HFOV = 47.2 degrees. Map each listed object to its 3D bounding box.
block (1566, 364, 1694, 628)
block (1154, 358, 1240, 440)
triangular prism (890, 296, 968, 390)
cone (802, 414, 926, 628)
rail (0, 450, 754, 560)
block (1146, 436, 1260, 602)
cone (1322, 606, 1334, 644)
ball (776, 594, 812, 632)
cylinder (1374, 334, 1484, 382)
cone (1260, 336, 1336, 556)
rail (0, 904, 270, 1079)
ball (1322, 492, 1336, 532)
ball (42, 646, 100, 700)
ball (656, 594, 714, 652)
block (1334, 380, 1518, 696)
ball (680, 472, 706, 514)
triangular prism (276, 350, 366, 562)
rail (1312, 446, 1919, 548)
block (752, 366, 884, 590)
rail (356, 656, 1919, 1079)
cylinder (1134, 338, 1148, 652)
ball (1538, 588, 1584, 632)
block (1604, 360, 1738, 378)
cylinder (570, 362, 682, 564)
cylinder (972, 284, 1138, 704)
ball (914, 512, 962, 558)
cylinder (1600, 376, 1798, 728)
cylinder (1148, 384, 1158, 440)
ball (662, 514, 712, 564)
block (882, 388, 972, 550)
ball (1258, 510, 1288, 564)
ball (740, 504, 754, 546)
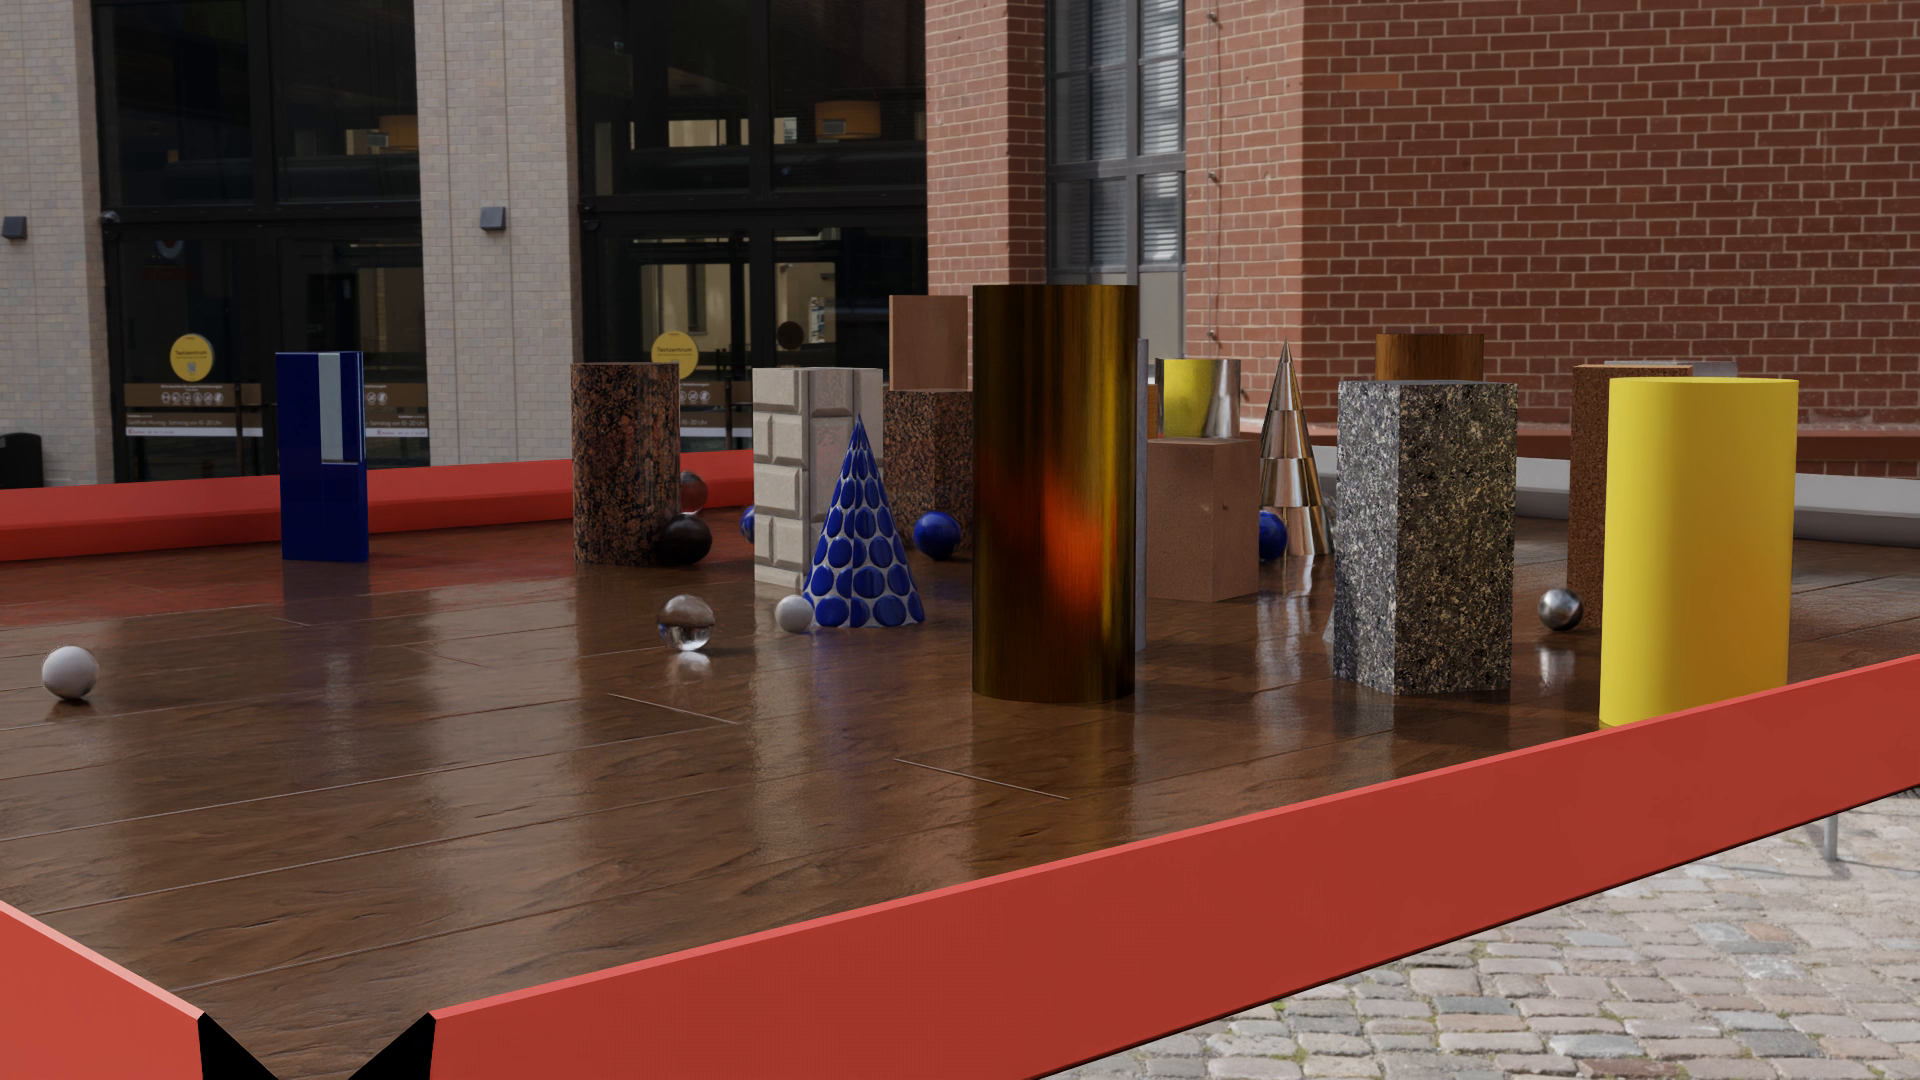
[{"bbox_3d":[0.952,-0.065,3.125,0.153,0.363,0.153,2,6,20],"label":"block"},{"bbox_3d":[0.480,-0.196,4.465,0.153,0.343,0.153,0,6,-2],"label":"block"},{"bbox_3d":[-0.087,-0.264,4.504,0.166,0.470,0.143,-2,6,-21],"label":"triangular prism"},{"bbox_3d":[-0.144,-0.035,3.157,0.191,0.297,0.191,0,6,0],"label":"cone"},{"bbox_3d":[-1.040,-0.086,4.453,3.682,0.124,0.045,-6,8,-42],"label":"rail"},{"bbox_3d":[0.364,-0.036,3.437,0.153,0.239,0.153,4,7,35],"label":"block"},{"bbox_3d":[0.585,-0.017,2.950,0.191,0.304,0.191,0,6,0],"label":"cone"},{"bbox_3d":[-0.229,0.102,3.027,0.052,0.052,0.052,0,6,0],"label":"ball"},{"bbox_3d":[0.845,-0.172,3.976,0.191,0.399,0.191,0,6,0],"label":"cylinder"},{"bbox_3d":[0.598,-0.179,4.048,0.191,0.397,0.191,0,6,0],"label":"cone"},{"bbox_3d":[-1.336,0.161,2.107,0.045,0.124,3.114,-6,8,-42],"label":"rail"},{"bbox_3d":[0.693,-0.049,4.271,0.091,0.091,0.091,0,6,0],"label":"ball"},{"bbox_3d":[-1.016,0.152,2.512,0.061,0.061,0.061,0,6,0],"label":"ball"},{"bbox_3d":[-0.358,0.108,2.862,0.075,0.075,0.075,0,6,0],"label":"ball"},{"bbox_3d":[0.551,-0.008,2.615,0.153,0.358,0.153,-2,6,-17],"label":"block"},{"bbox_3d":[-0.593,-0.100,4.736,0.096,0.096,0.096,0,6,0],"label":"ball"},{"bbox_3d":[-1.109,-0.154,3.944,0.166,0.368,0.143,2,6,17],"label":"triangular prism"},{"bbox_3d":[1.336,-0.097,4.558,0.045,0.124,3.114,-6,8,-42],"label":"rail"},{"bbox_3d":[-0.231,-0.105,3.581,0.153,0.347,0.153,-4,7,-35],"label":"block"},{"bbox_3d":[1.040,0.150,2.211,3.682,0.124,0.045,-6,8,-42],"label":"rail"},{"bbox_3d":[0.151,-0.062,2.896,0.191,0.404,0.191,0,6,0],"label":"cylinder"},{"bbox_3d":[0.831,0.096,3.041,0.061,0.061,0.061,0,6,0],"label":"ball"},{"bbox_3d":[1.205,-0.126,3.746,0.153,0.355,0.153,-4,7,-32],"label":"block"},{"bbox_3d":[-0.592,-0.139,3.906,0.191,0.347,0.191,0,6,0],"label":"cylinder"},{"bbox_3d":[0.110,-0.059,2.559,0.191,0.471,0.191,0,6,0],"label":"cylinder"},{"bbox_3d":[-0.039,-0.009,3.919,0.084,0.084,0.084,0,6,0],"label":"ball"},{"bbox_3d":[0.791,0.013,2.358,0.191,0.369,0.191,0,6,0],"label":"cylinder"},{"bbox_3d":[0.251,-0.117,3.858,0.191,0.312,0.191,0,6,0],"label":"cylinder"},{"bbox_3d":[-0.477,-0.002,3.837,0.088,0.088,0.088,0,6,0],"label":"ball"},{"bbox_3d":[-0.041,-0.136,4.138,0.153,0.292,0.153,-5,8,-42],"label":"block"},{"bbox_3d":[0.529,-0.006,3.854,0.092,0.092,0.092,0,6,0],"label":"ball"},{"bbox_3d":[-0.371,-0.028,4.114,0.083,0.083,0.083,0,6,0],"label":"ball"}]
